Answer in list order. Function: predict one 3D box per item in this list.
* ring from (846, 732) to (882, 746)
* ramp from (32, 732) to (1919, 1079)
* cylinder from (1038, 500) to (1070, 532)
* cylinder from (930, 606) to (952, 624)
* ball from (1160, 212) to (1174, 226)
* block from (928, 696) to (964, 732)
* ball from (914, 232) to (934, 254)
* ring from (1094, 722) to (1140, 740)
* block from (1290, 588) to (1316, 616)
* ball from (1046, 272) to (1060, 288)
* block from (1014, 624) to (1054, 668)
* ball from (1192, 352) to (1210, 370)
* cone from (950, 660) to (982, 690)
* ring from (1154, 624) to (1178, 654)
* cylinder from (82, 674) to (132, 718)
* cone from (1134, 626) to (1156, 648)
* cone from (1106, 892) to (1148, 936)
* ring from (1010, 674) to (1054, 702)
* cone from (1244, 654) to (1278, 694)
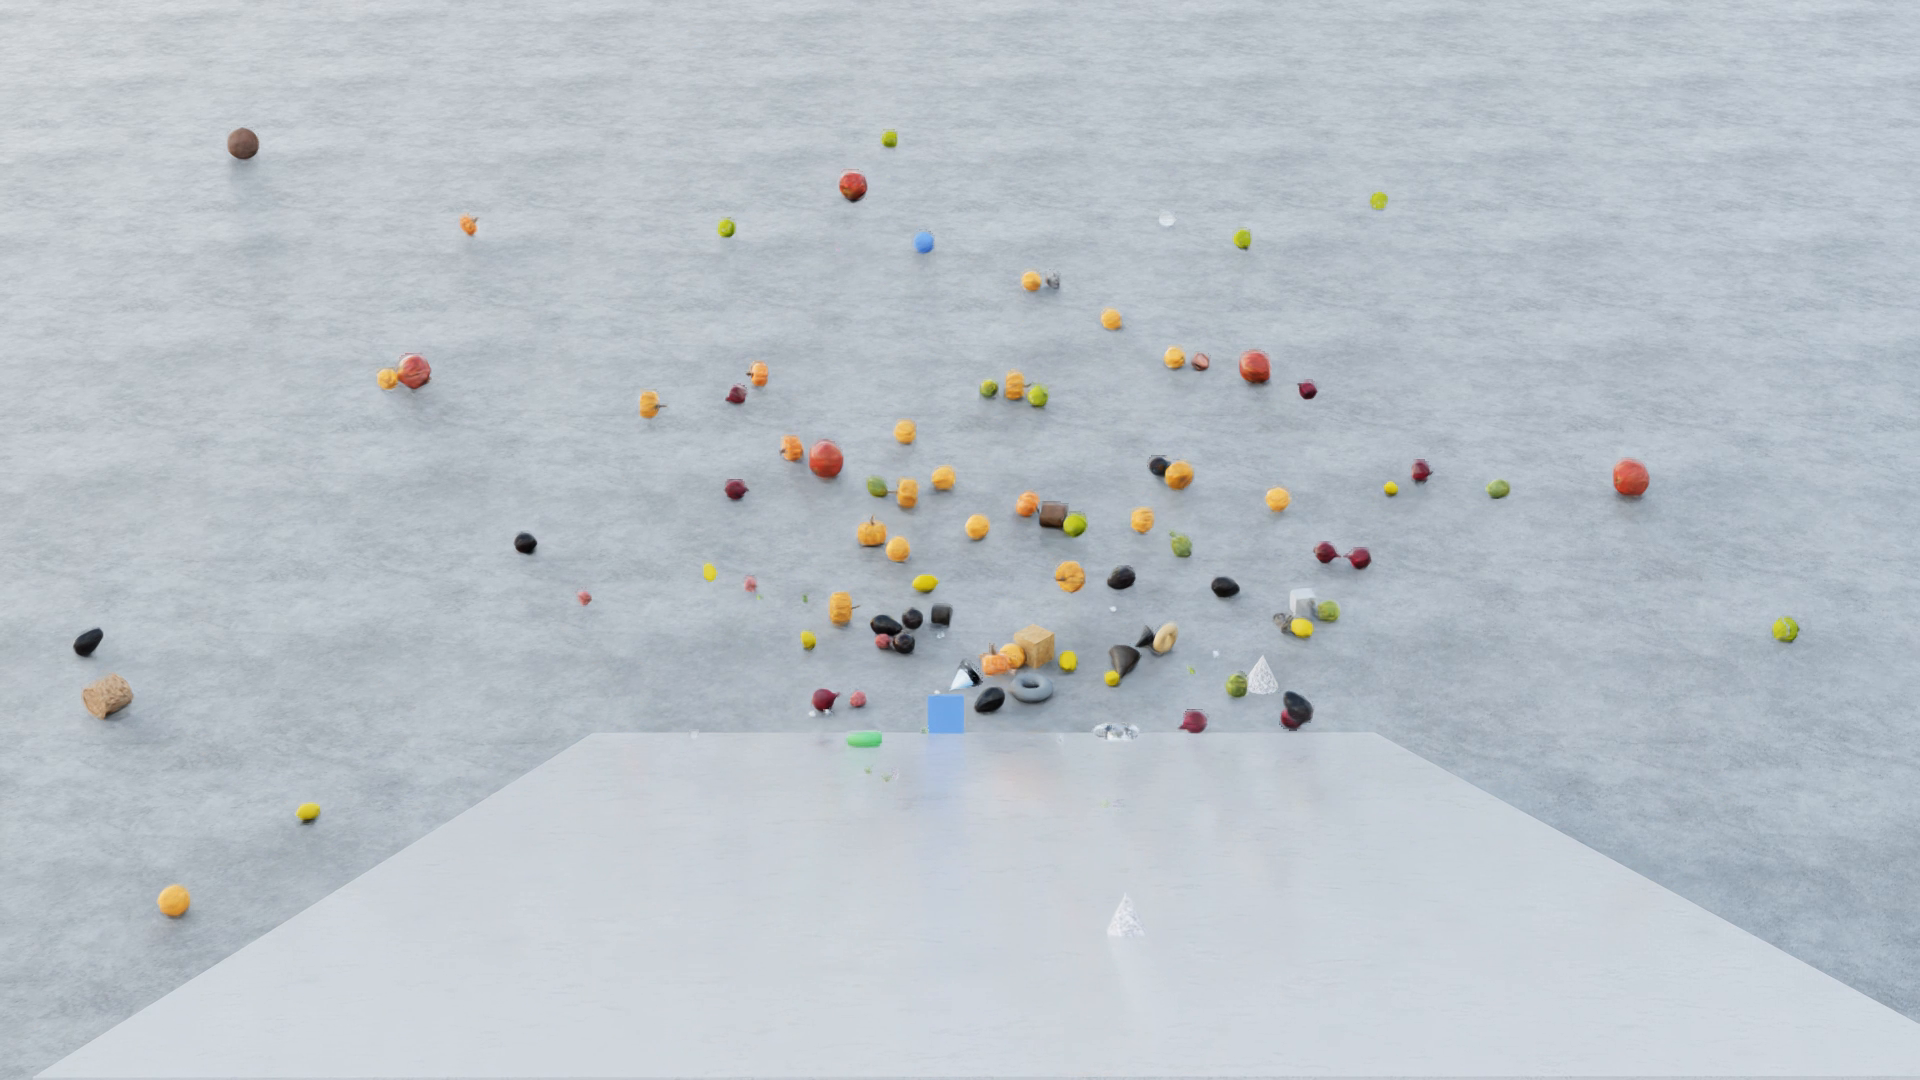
[{"bbox_3d":[-0.233,0.483,6.267,0.087,0.029,0.087,0,2,0],"label":"ring"},{"bbox_3d":[0.063,0.567,4.607,2.000,0.100,4.000,0,1,0],"label":"ramp"},{"bbox_3d":[0.283,-0.072,7.782,0.073,0.073,0.073,29,35,10],"label":"cylinder"},{"bbox_3d":[-0.051,0.211,7.271,0.052,0.052,0.052,5,28,9],"label":"cylinder"},{"bbox_3d":[0.801,-1.241,9.997,0.058,0.058,0.058,0,28,0],"label":"ball"},{"bbox_3d":[-0.036,0.454,6.708,0.092,0.092,0.092,0,-5,0],"label":"block"},{"bbox_3d":[-0.136,-1.123,9.753,0.079,0.079,0.079,0,28,0],"label":"ball"},{"bbox_3d":[0.391,0.476,6.448,0.113,0.038,0.113,1,0,0],"label":"ring"},{"bbox_3d":[0.972,0.177,7.329,0.057,0.057,0.057,-4,28,-8],"label":"block"},{"bbox_3d":[0.339,-0.953,9.459,0.055,0.055,0.055,0,28,0],"label":"ball"},{"bbox_3d":[0.204,0.291,7.090,0.079,0.079,0.079,24,36,37],"label":"block"},{"bbox_3d":[0.821,-0.607,8.800,0.061,0.061,0.061,0,28,0],"label":"ball"},{"bbox_3d":[0.002,0.381,6.967,0.080,0.080,0.080,-40,40,-12],"label":"cone"},{"bbox_3d":[0.566,0.272,7.120,0.029,0.088,0.088,31,40,32],"label":"ring"},{"bbox_3d":[-2.259,0.414,6.849,0.089,0.089,0.089,17,32,28],"label":"cylinder"},{"bbox_3d":[0.509,0.281,7.165,0.061,0.061,0.061,-35,36,-6],"label":"cone"},{"bbox_3d":[0.225,0.502,3.490,0.057,0.057,0.057,0,1,0],"label":"cone"},{"bbox_3d":[0.192,0.397,6.934,0.118,0.039,0.118,-1,28,1],"label":"ring"},{"bbox_3d":[0.814,0.350,6.962,0.096,0.096,0.096,0,28,0],"label":"cone"}]
